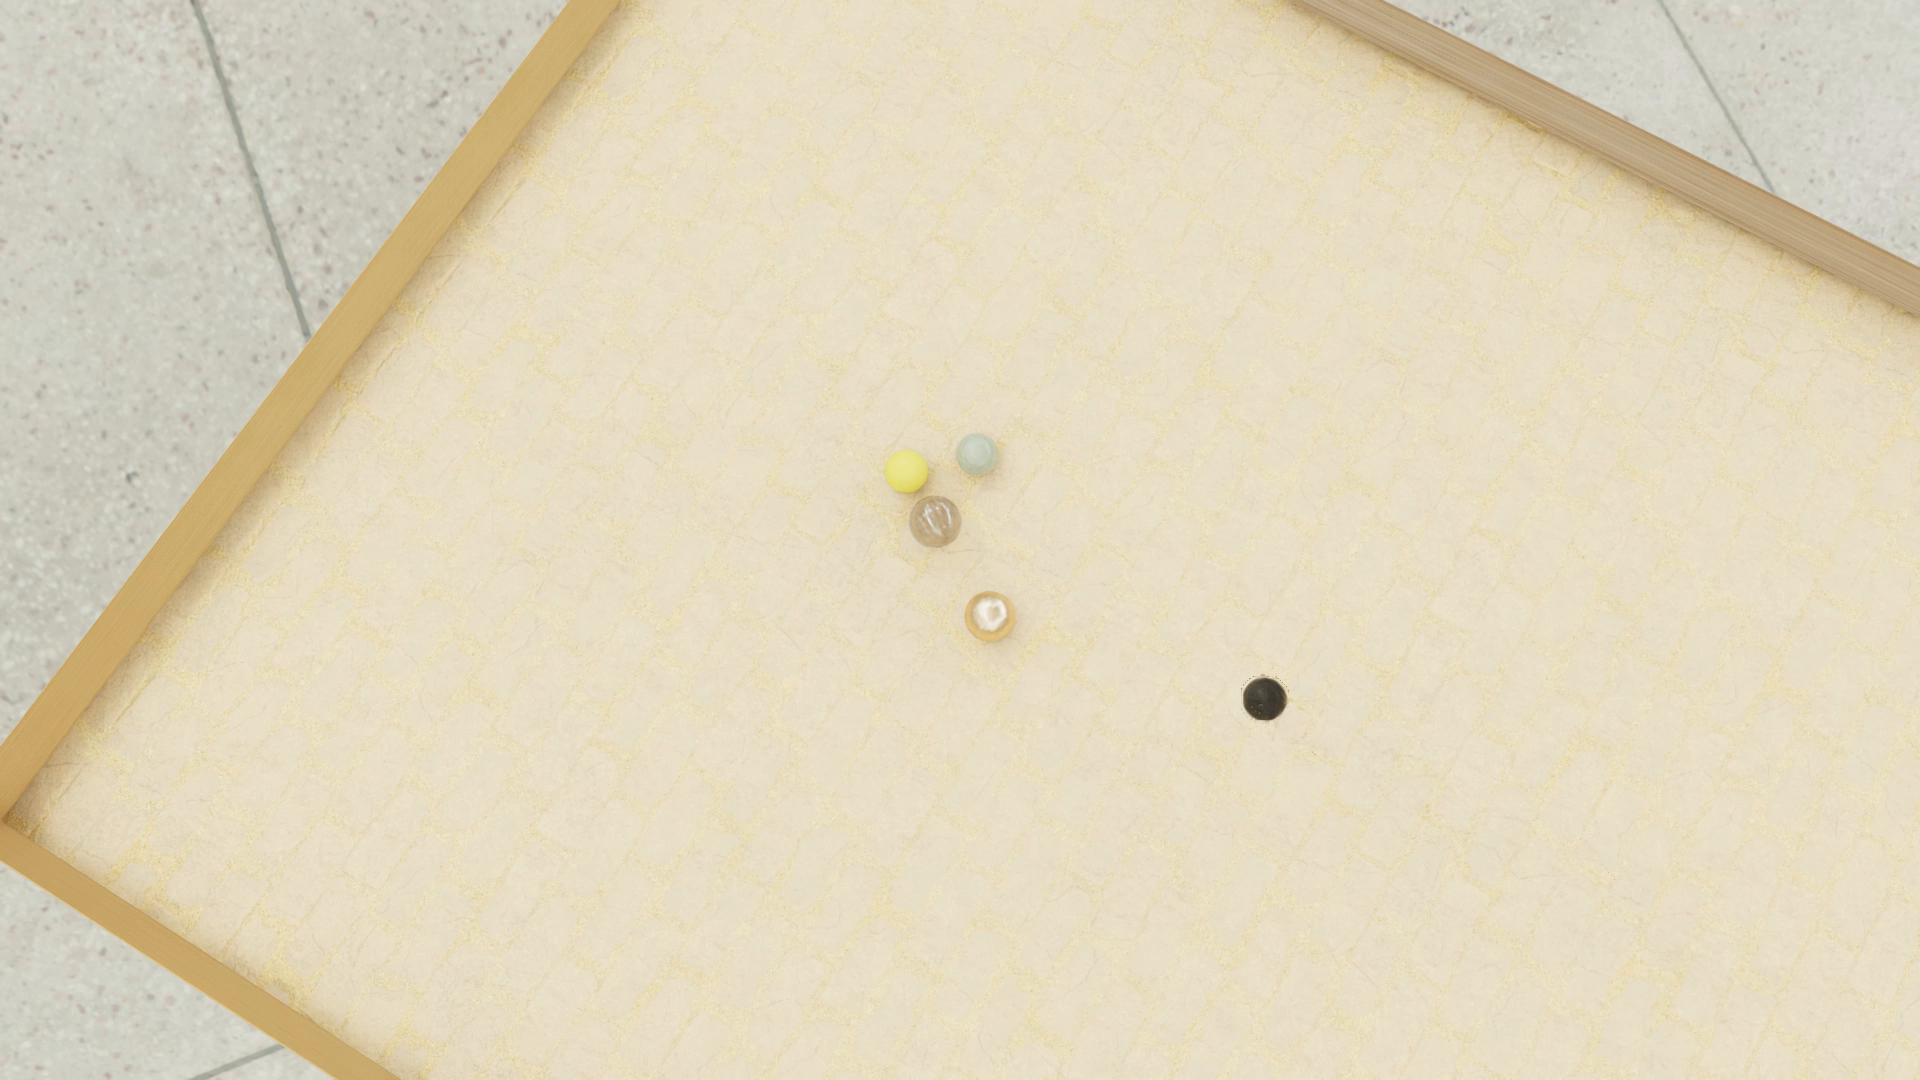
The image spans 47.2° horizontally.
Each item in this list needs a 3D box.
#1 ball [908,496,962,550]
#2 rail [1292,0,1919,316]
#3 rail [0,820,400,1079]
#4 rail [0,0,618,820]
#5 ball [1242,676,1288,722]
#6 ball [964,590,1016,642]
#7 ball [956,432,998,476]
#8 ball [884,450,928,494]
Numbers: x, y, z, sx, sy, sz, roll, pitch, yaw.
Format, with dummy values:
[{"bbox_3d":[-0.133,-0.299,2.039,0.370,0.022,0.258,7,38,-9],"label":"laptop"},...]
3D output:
[{"bbox_3d":[-0.038,-0.028,3.429,0.084,0.084,0.084,0,71,0],"label":"ball"},{"bbox_3d":[1.473,-0.423,3.553,4.143,0.109,0.045,30,73,10],"label":"rail"},{"bbox_3d":[0.304,1.416,2.908,4.143,0.109,0.045,30,73,10],"label":"rail"},{"bbox_3d":[-0.868,-0.497,3.579,0.045,0.109,2.320,30,73,10],"label":"rail"},{"bbox_3d":[0.463,0.242,3.343,0.068,0.068,0.068,0,71,0],"label":"ball"},{"bbox_3d":[0.046,0.117,3.381,0.079,0.079,0.079,0,71,0],"label":"ball"},{"bbox_3d":[0.027,-0.135,3.474,0.069,0.069,0.069,0,71,0],"label":"ball"},{"bbox_3d":[-0.085,-0.108,3.465,0.069,0.069,0.069,0,71,0],"label":"ball"}]
